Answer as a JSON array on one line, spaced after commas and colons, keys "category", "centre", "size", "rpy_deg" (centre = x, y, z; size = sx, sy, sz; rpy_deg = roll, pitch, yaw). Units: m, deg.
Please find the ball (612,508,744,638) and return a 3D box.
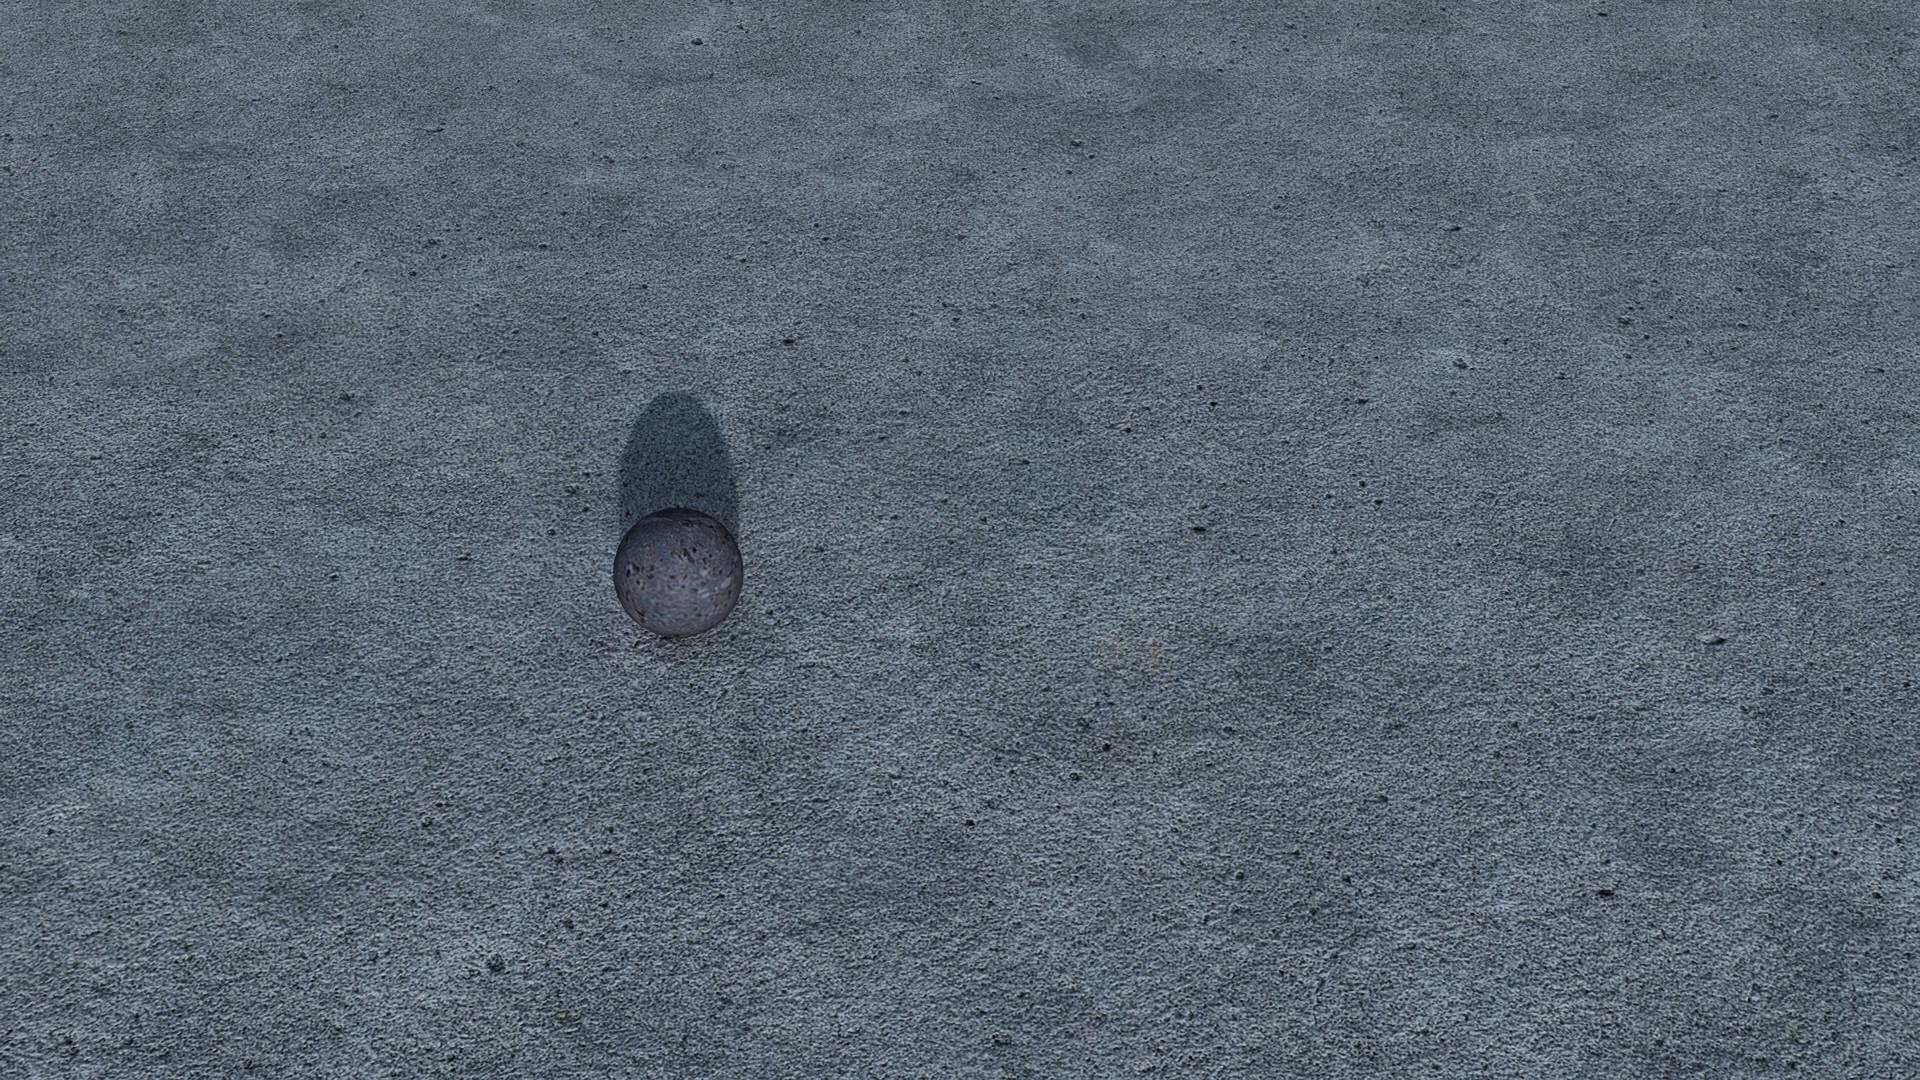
[{"category": "ball", "centre": [-0.161, 0.019, 1.470], "size": [0.075, 0.075, 0.075], "rpy_deg": [0, 37, 0]}]
